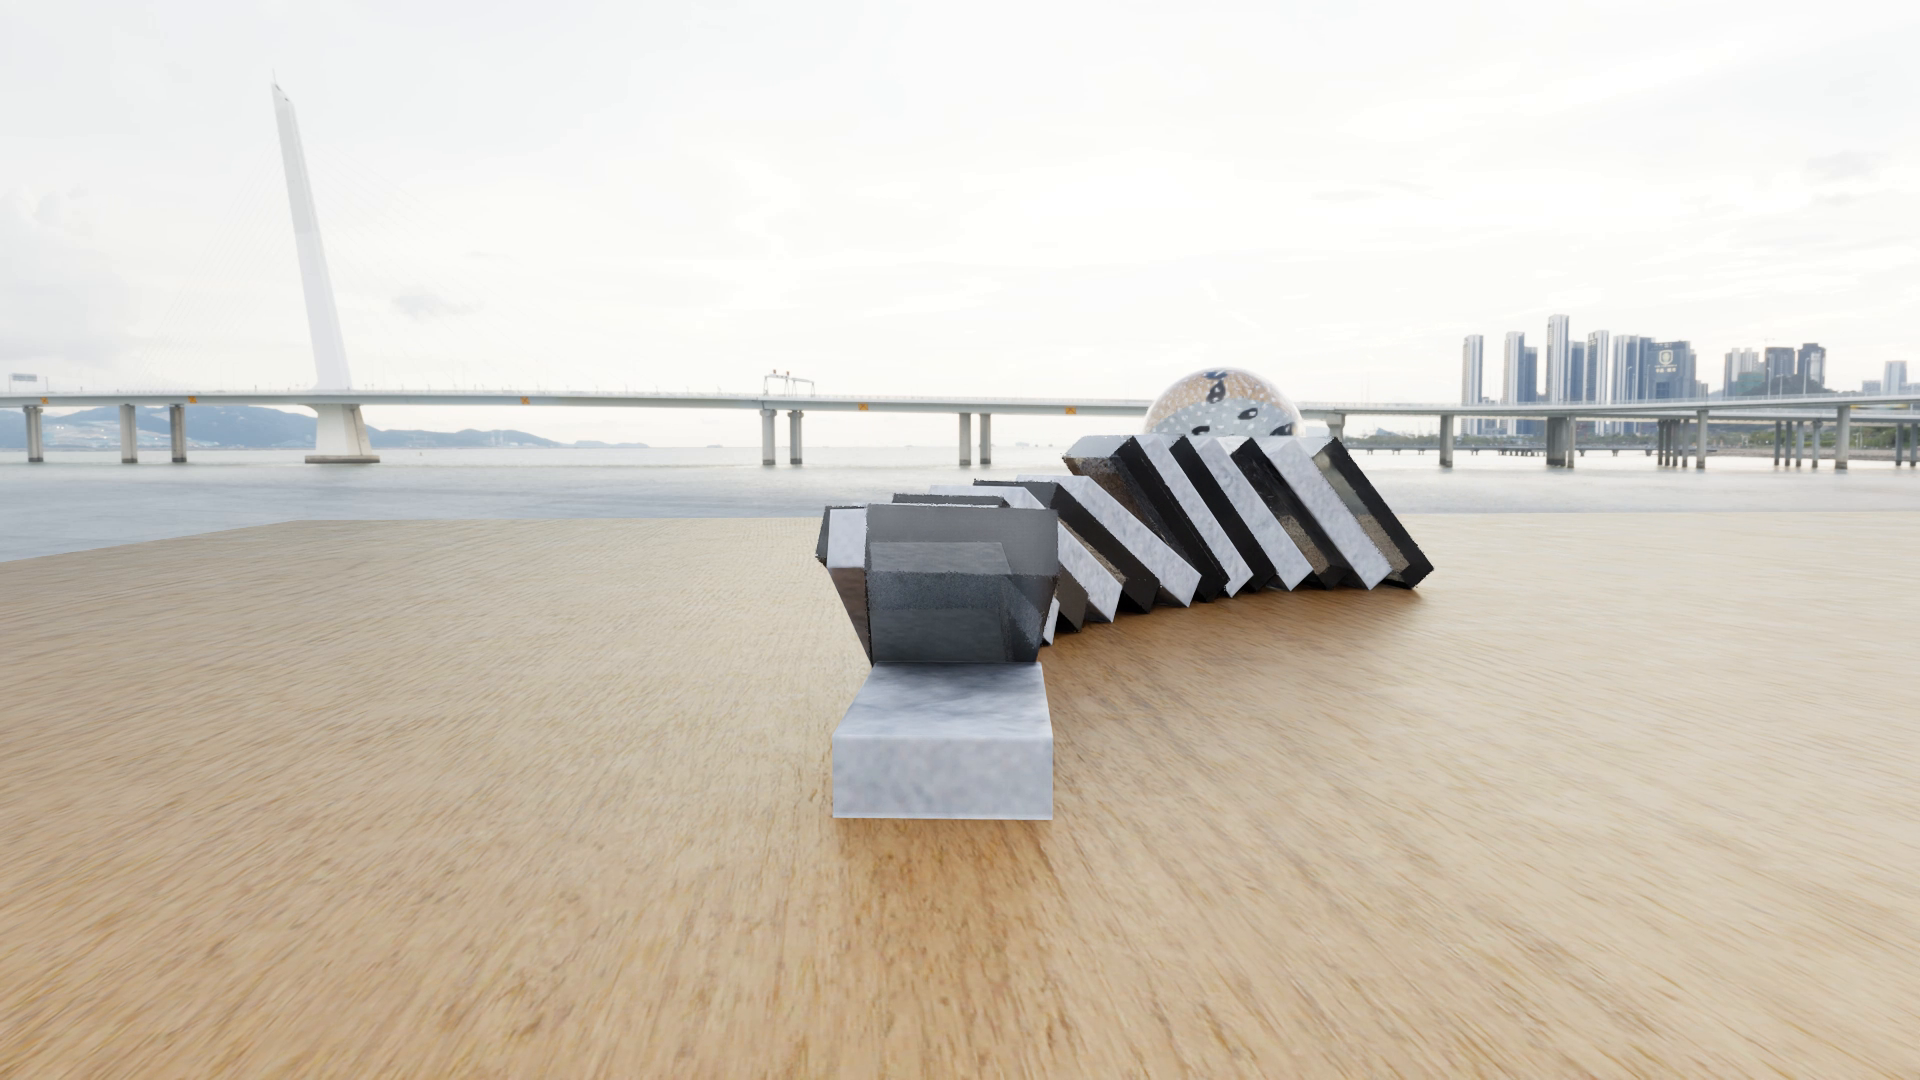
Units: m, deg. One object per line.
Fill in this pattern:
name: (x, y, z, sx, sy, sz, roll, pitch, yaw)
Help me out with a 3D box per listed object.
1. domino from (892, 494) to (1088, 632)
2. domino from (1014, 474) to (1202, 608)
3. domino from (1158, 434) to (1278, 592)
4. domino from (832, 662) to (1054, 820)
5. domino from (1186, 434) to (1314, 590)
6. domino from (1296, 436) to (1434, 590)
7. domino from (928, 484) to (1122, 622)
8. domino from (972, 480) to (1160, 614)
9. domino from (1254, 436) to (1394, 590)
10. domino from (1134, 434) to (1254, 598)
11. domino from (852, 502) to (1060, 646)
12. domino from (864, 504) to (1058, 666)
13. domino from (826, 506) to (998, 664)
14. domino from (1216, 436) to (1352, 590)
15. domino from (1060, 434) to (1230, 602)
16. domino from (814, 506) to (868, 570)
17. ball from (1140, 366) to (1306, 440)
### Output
domino: (0.007, 0.006, 0.277, 0.025, 0.009, 0.050, 2, -24, 29)
domino: (0.037, 0.000, 0.330, 0.050, 0.010, 0.025, 37, -20, -35)
domino: (0.068, -0.008, 0.368, 0.009, 0.050, 0.025, -43, 18, -16)
domino: (-0.001, 0.025, 0.170, 0.025, 0.010, 0.050, 0, 4, 2)
domino: (0.080, -0.008, 0.376, 0.010, 0.050, 0.025, -41, 12, -9)
domino: (0.117, -0.008, 0.382, 0.009, 0.050, 0.025, -40, 10, -5)
domino: (0.015, 0.004, 0.297, 0.025, 0.009, 0.050, 3, -25, 36)
domino: (0.025, 0.002, 0.314, 0.025, 0.010, 0.050, 4, -25, 41)
domino: (0.105, -0.008, 0.381, 0.009, 0.050, 0.025, -40, 10, -5)
domino: (0.059, -0.007, 0.359, 0.010, 0.050, 0.025, -43, 18, -16)
domino: (0.000, 0.008, 0.258, 0.025, 0.009, 0.050, 2, -23, 26)
domino: (-0.001, 0.010, 0.189, 0.025, 0.009, 0.050, 2, -25, -1)
domino: (-0.005, 0.010, 0.211, 0.025, 0.009, 0.050, -1, -25, 5)
domino: (0.093, -0.008, 0.380, 0.009, 0.050, 0.025, -40, 10, -5)
domino: (0.050, -0.006, 0.348, 0.009, 0.050, 0.025, -43, 19, -16)
domino: (-0.005, 0.009, 0.235, 0.025, 0.010, 0.050, 1, -24, 20)
ball: (0.127, -0.044, 0.621, 0.080, 0.080, 0.080, 0, 4, 0)
